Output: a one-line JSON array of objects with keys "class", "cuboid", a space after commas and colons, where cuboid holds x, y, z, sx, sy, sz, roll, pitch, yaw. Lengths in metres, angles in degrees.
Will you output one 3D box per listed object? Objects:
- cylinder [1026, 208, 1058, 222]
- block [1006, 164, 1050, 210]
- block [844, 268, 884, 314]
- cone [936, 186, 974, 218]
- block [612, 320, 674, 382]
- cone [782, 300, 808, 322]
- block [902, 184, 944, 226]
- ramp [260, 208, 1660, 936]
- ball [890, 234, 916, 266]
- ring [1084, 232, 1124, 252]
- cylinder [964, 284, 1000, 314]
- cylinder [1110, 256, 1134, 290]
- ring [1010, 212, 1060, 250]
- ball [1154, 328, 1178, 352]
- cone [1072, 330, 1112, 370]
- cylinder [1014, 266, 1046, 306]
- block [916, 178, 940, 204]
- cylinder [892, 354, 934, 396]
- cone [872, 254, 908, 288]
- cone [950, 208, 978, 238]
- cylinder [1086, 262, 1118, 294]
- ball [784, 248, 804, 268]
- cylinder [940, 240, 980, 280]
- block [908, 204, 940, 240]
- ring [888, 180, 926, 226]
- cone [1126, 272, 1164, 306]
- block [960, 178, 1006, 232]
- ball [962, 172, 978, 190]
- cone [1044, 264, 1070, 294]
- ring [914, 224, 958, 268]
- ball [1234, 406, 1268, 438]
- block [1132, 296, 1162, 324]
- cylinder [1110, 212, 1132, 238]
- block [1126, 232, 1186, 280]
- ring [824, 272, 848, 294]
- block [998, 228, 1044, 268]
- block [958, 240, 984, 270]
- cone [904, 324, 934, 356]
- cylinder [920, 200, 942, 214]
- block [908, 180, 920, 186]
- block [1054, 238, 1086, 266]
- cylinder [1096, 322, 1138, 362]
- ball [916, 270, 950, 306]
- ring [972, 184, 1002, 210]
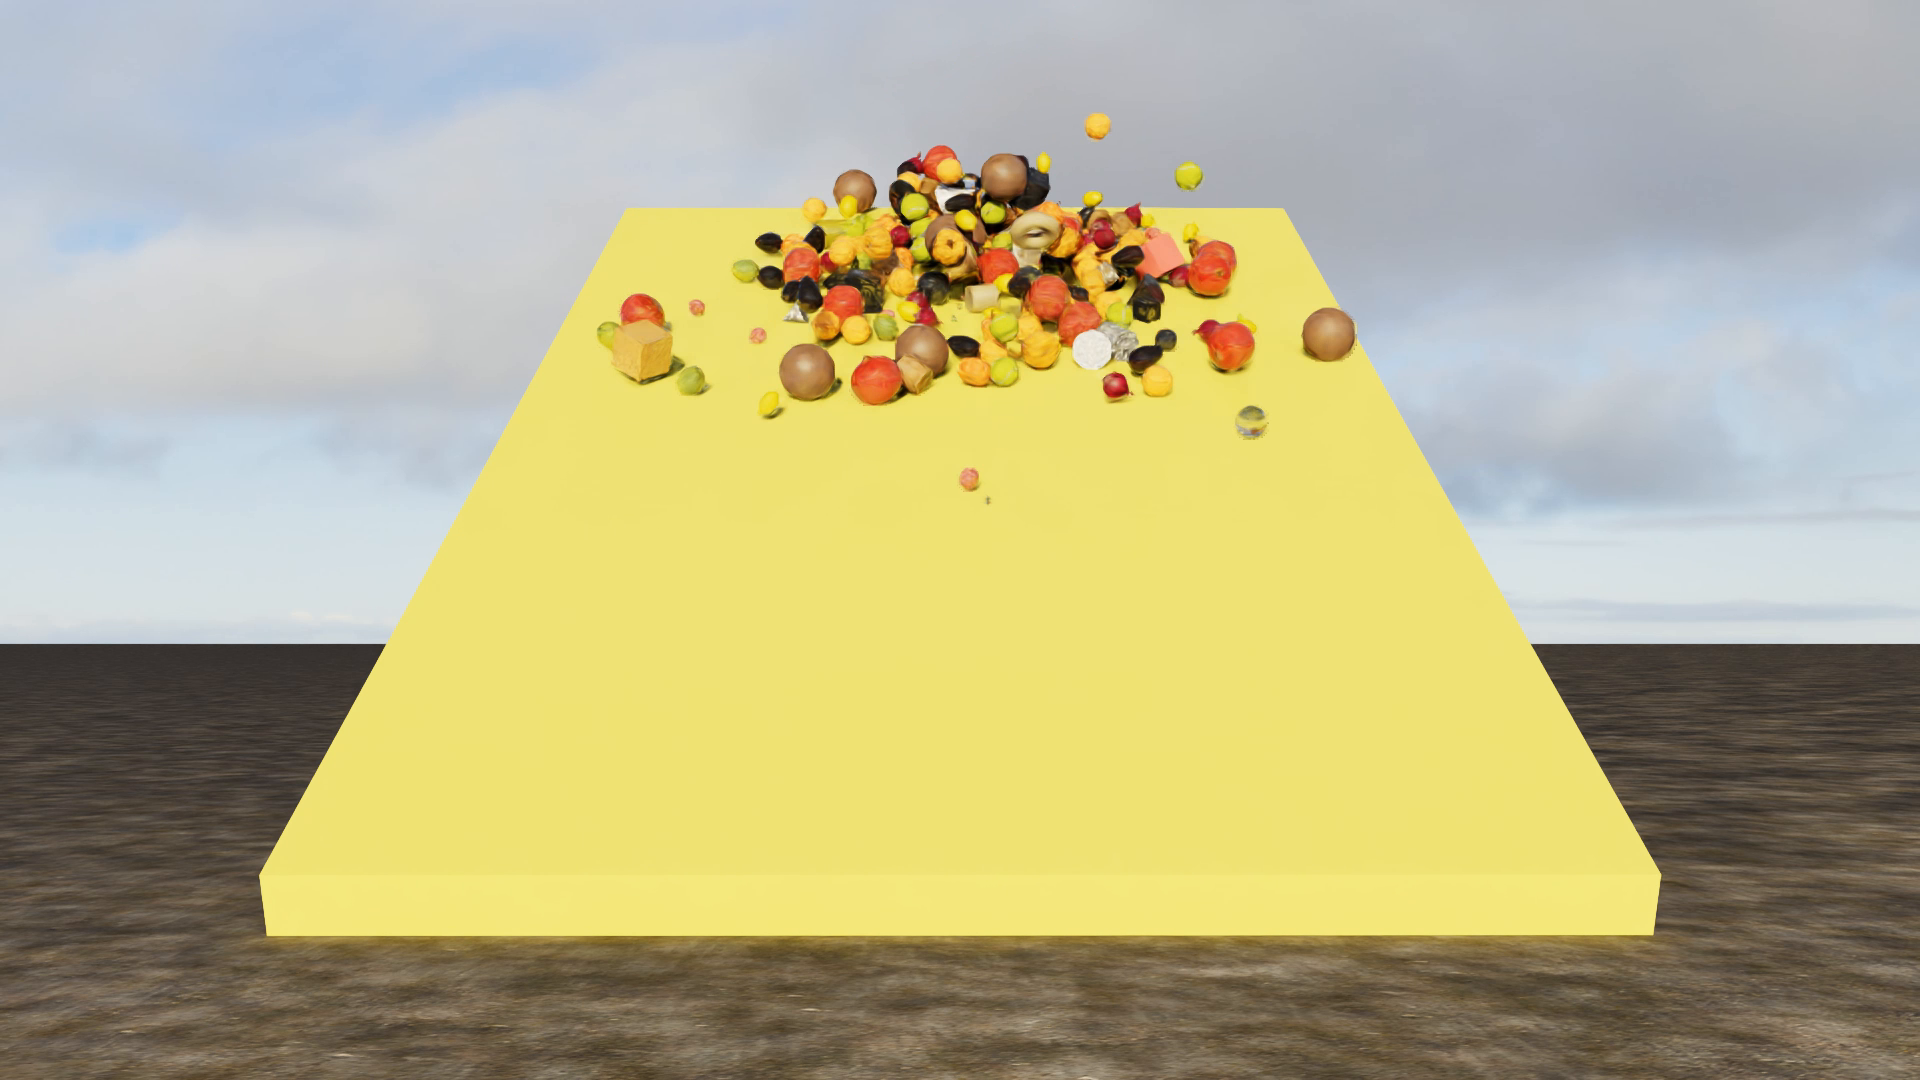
[{"class": "cylinder", "cuboid": [0.234, -0.910, 6.616, 0.088, 0.088, 0.088, 2, -2, 5]}, {"class": "block", "cuboid": [0.199, -1.024, 6.695, 0.093, 0.093, 0.093, 16, 36, -16]}, {"class": "block", "cuboid": [-0.247, -0.646, 5.954, 0.091, 0.091, 0.091, 2, 22, 5]}, {"class": "cone", "cuboid": [-0.002, -0.964, 6.429, 0.096, 0.096, 0.096, -17, -10, 26]}, {"class": "block", "cuboid": [-0.743, -0.444, 5.363, 0.095, 0.095, 0.095, 31, 36, 30]}, {"class": "cone", "cuboid": [-0.428, -0.569, 5.843, 0.064, 0.064, 0.064, -24, -8, 12]}, {"class": "block", "cuboid": [-0.116, -0.985, 6.744, 0.094, 0.094, 0.094, 6, 31, 41]}, {"class": "ramp", "cuboid": [-0.006, -0.220, 5.149, 2.000, 0.100, 4.000, 0, 22, 0]}, {"class": "ball", "cuboid": [-0.152, -0.799, 6.340, 0.087, 0.087, 0.087, 0, -2, 0]}, {"class": "ring", "cuboid": [0.410, -0.848, 6.534, 0.113, 0.038, 0.113, 0, 23, 0]}, {"class": "cylinder", "cuboid": [0.056, -0.624, 5.925, 0.072, 0.072, 0.072, -6, -1, -16]}, {"class": "cylinder", "cuboid": [0.421, -0.712, 6.113, 0.065, 0.065, 0.065, 1, -30, -25]}, {"class": "ring", "cuboid": [0.193, -0.794, 5.902, 0.130, 0.043, 0.130, -5, -31, -3]}, {"class": "ball", "cuboid": [0.504, -0.490, 5.614, 0.056, 0.056, 0.056, 0, -2, 0]}, {"class": "cone", "cuboid": [0.313, -0.450, 5.532, 0.096, 0.096, 0.096, 0, -5, -3]}, {"class": "cylinder", "cuboid": [0.182, -0.661, 5.961, 0.076, 0.076, 0.076, 0, -21, 8]}, {"class": "block", "cuboid": [-0.085, -0.983, 6.466, 0.050, 0.050, 0.050, 9, -26, 35]}, {"class": "cylinder", "cuboid": [-0.110, -0.382, 5.291, 0.070, 0.070, 0.070, 37, 8, 15]}, {"class": "cone", "cuboid": [-0.170, -0.723, 6.127, 0.095, 0.095, 0.095, 2, -2, -43]}, {"class": "cone", "cuboid": [0.003, -0.906, 6.432, 0.081, 0.081, 0.081, -1, -37, 14]}, {"class": "cylinder", "cuboid": [0.374, -0.691, 6.057, 0.062, 0.062, 0.062, 2, -29, -42]}, {"class": "ball", "cuboid": [-0.456, -0.778, 6.330, 0.054, 0.054, 0.054, 0, -2, 0]}, {"class": "cylinder", "cuboid": [0.002, -0.717, 5.876, 0.079, 0.079, 0.079, -20, -6, 10]}, {"class": "block", "cuboid": [-0.105, -0.925, 6.649, 0.087, 0.087, 0.087, 2, 25, 5]}, {"class": "ring", "cuboid": [-0.147, -0.933, 6.360, 0.046, 0.139, 0.139, -33, 11, -21]}, {"class": "cone", "cuboid": [0.466, -0.629, 5.937, 0.092, 0.092, 0.092, -29, -17, 28]}, {"class": "block", "cuboid": [0.059, -0.963, 6.584, 0.093, 0.093, 0.093, 32, -23, -4]}, {"class": "ball", "cuboid": [0.030, -1.038, 6.649, 0.054, 0.054, 0.054, 0, -2, 0]}, {"class": "cone", "cuboid": [0.265, -0.675, 6.081, 0.080, 0.080, 0.080, 35, -19, -25]}, {"class": "ring", "cuboid": [-0.065, -0.805, 6.264, 0.137, 0.137, 0.046, 3, 38, -48]}, {"class": "ball", "cuboid": [0.637, -0.258, 5.017, 0.072, 0.072, 0.072, 0, -2, 0]}, {"class": "block", "cuboid": [0.478, -0.589, 5.860, 0.051, 0.051, 0.051, 23, 33, 35]}, {"class": "cylinder", "cuboid": [0.462, -0.907, 6.585, 0.058, 0.058, 0.058, 0, 28, -7]}, {"class": "block", "cuboid": [0.525, -0.754, 6.153, 0.094, 0.094, 0.094, -29, 0, -35]}, {"class": "ring", "cuboid": [-0.310, -0.687, 6.130, 0.109, 0.036, 0.109, 1, 22, 0]}, {"class": "block", "cuboid": [0.169, -0.814, 6.375, 0.091, 0.091, 0.091, 13, 25, 29]}, {"class": "block", "cuboid": [0.030, -0.782, 6.317, 0.063, 0.063, 0.063, -9, 28, -7]}, {"class": "cone", "cuboid": [-0.119, -0.481, 5.615, 0.082, 0.082, 0.082, 1, -8, -28]}, {"class": "cylinder", "cuboid": [-0.078, -0.998, 6.827, 0.062, 0.062, 0.062, -16, -12, 37]}, {"class": "block", "cuboid": [-0.130, -1.036, 6.929, 0.083, 0.083, 0.083, 9, 20, 20]}, {"class": "block", "cuboid": [0.305, -0.799, 6.348, 0.052, 0.052, 0.052, 15, -29, 40]}, {"class": "cylinder", "cuboid": [0.376, -0.481, 5.555, 0.078, 0.078, 0.078, 2, 20, -38]}, {"class": "ball", "cuboid": [-0.070, -0.658, 5.984, 0.091, 0.091, 0.091, 0, -2, 0]}, {"class": "ring", "cuboid": [0.073, -0.953, 6.368, 0.088, 0.029, 0.088, -17, -31, -11]}]
